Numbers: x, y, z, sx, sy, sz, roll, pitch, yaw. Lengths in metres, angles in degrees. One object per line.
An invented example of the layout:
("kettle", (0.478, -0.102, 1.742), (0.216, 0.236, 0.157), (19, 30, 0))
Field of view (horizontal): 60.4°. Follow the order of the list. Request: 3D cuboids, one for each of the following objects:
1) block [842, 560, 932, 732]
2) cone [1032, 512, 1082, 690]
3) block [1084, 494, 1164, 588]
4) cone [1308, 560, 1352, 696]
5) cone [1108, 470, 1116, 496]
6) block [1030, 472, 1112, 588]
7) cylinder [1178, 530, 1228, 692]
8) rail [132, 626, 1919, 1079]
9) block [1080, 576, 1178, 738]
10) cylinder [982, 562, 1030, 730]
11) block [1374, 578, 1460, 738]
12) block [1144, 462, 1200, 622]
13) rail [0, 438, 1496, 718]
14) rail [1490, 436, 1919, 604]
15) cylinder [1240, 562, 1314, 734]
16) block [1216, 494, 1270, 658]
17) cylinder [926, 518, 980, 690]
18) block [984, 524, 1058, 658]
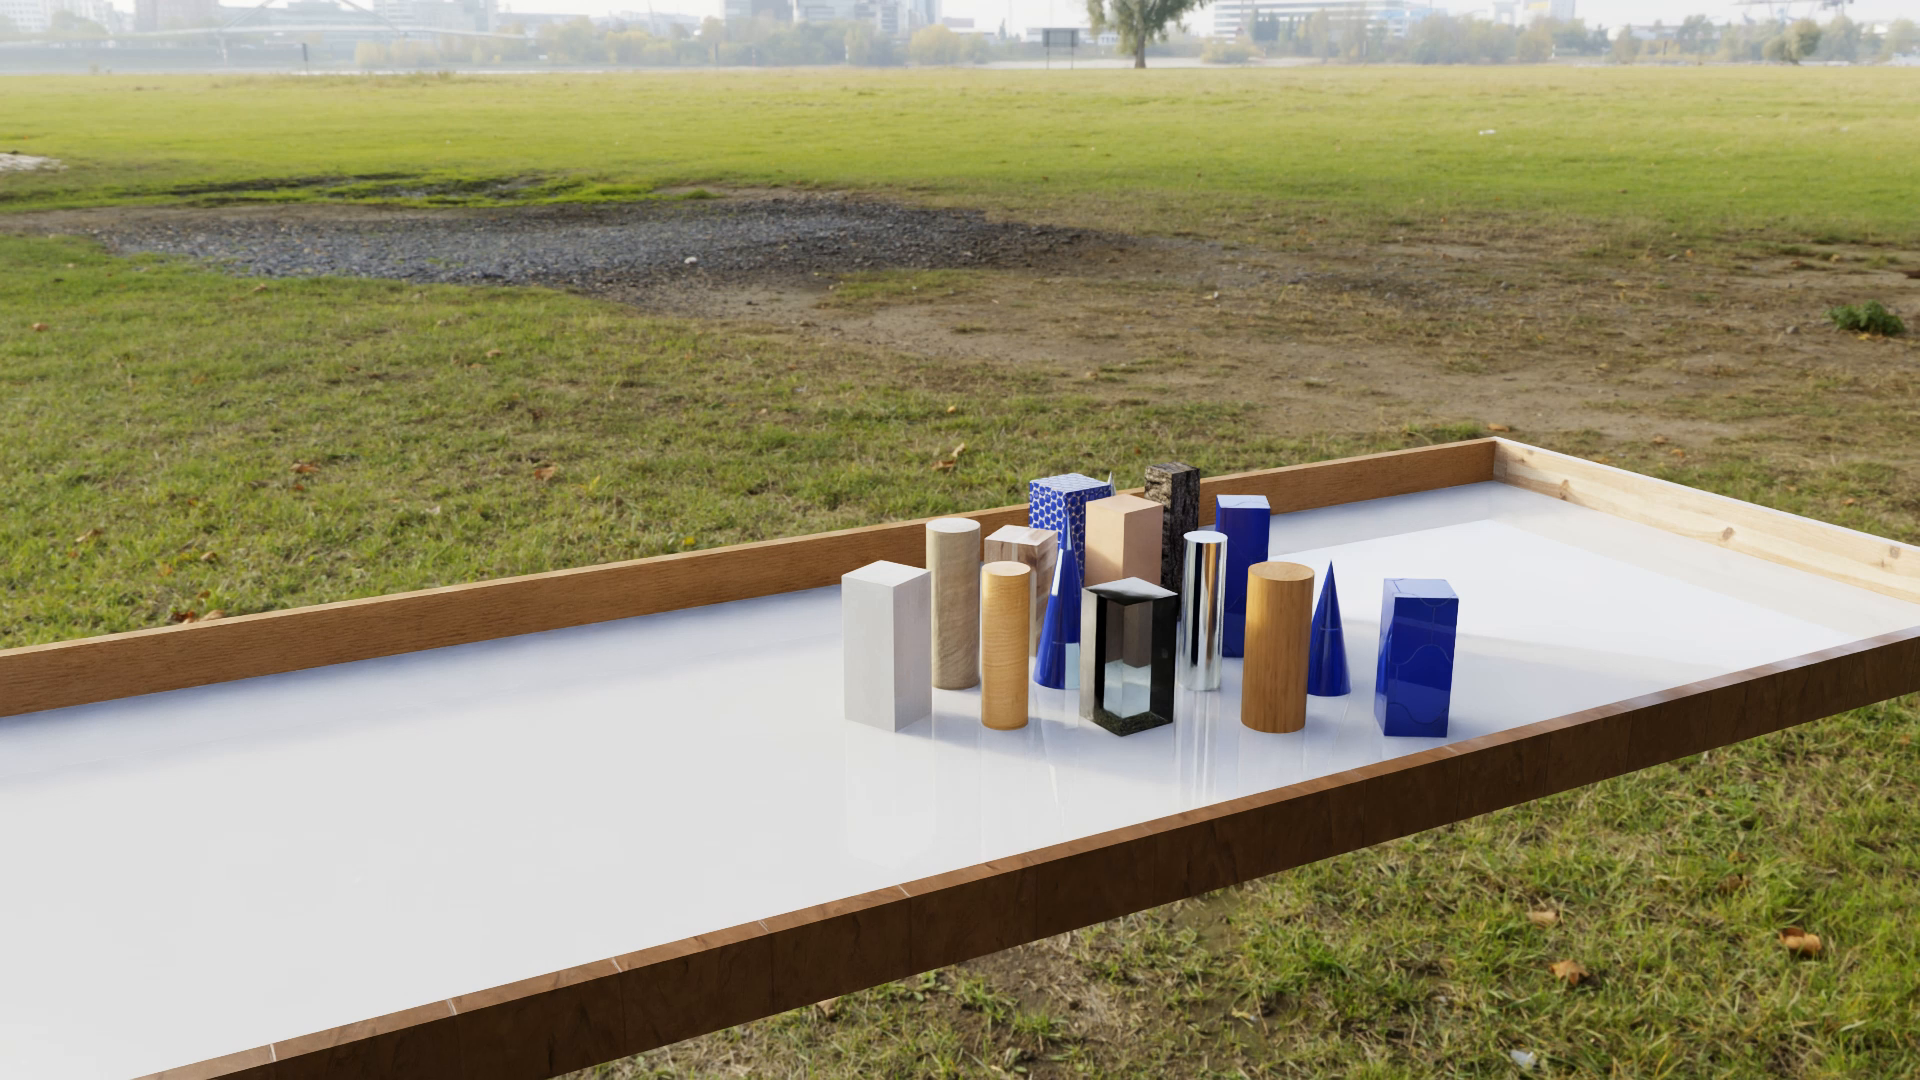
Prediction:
("block", (-0.170, 0.248, 3.880), (0.149, 0.356, 0.149), (11, 20, 33))
("cone", (0.264, 0.134, 4.107), (0.163, 0.447, 0.163), (0, 16, 0))
("block", (0.427, 0.095, 4.328), (0.141, 0.397, 0.141), (-13, 21, -37))
("cone", (0.906, 0.204, 4.069), (0.146, 0.334, 0.146), (0, 16, 0))
("cone", (0.440, -0.035, 4.852), (0.172, 0.351, 0.172), (0, 16, 0))
("block", (0.302, 0.028, 4.574), (0.159, 0.387, 0.159), (-11, 20, -33))
("cylinder", (0.599, 0.176, 4.074), (0.106, 0.384, 0.106), (0, 16, 0))
("rail", (-2.336, 1.006, 1.665), (12.000, 0.150, 0.050), (-9, 18, -27))
("block", (0.393, 0.271, 3.866), (0.158, 0.319, 0.158), (-11, 19, -32))
("cylinder", (0.106, 0.247, 3.844), (0.111, 0.378, 0.111), (0, 16, 0))
("block", (1.056, 0.272, 3.828), (0.142, 0.339, 0.142), (1, 16, 4))
("block", (0.582, 0.008, 4.567), (0.106, 0.429, 0.106), (-11, 20, -34))
("rail", (-3.305, 0.497, 3.399), (12.000, 0.150, 0.050), (-9, 18, -27))
("rail", (2.466, -0.048, 5.253), (0.050, 0.150, 2.100), (-9, 18, -27))
("cylinder", (0.739, 0.249, 3.846), (0.151, 0.372, 0.151), (0, 16, 0))
("block", (0.731, 0.095, 4.312), (0.126, 0.406, 0.126), (1, 16, 4))
("cylinder", (-0.017, 0.159, 4.093), (0.133, 0.407, 0.133), (0, 16, 0))
("block", (0.161, 0.133, 4.363), (0.147, 0.304, 0.147), (7, 18, 24))
